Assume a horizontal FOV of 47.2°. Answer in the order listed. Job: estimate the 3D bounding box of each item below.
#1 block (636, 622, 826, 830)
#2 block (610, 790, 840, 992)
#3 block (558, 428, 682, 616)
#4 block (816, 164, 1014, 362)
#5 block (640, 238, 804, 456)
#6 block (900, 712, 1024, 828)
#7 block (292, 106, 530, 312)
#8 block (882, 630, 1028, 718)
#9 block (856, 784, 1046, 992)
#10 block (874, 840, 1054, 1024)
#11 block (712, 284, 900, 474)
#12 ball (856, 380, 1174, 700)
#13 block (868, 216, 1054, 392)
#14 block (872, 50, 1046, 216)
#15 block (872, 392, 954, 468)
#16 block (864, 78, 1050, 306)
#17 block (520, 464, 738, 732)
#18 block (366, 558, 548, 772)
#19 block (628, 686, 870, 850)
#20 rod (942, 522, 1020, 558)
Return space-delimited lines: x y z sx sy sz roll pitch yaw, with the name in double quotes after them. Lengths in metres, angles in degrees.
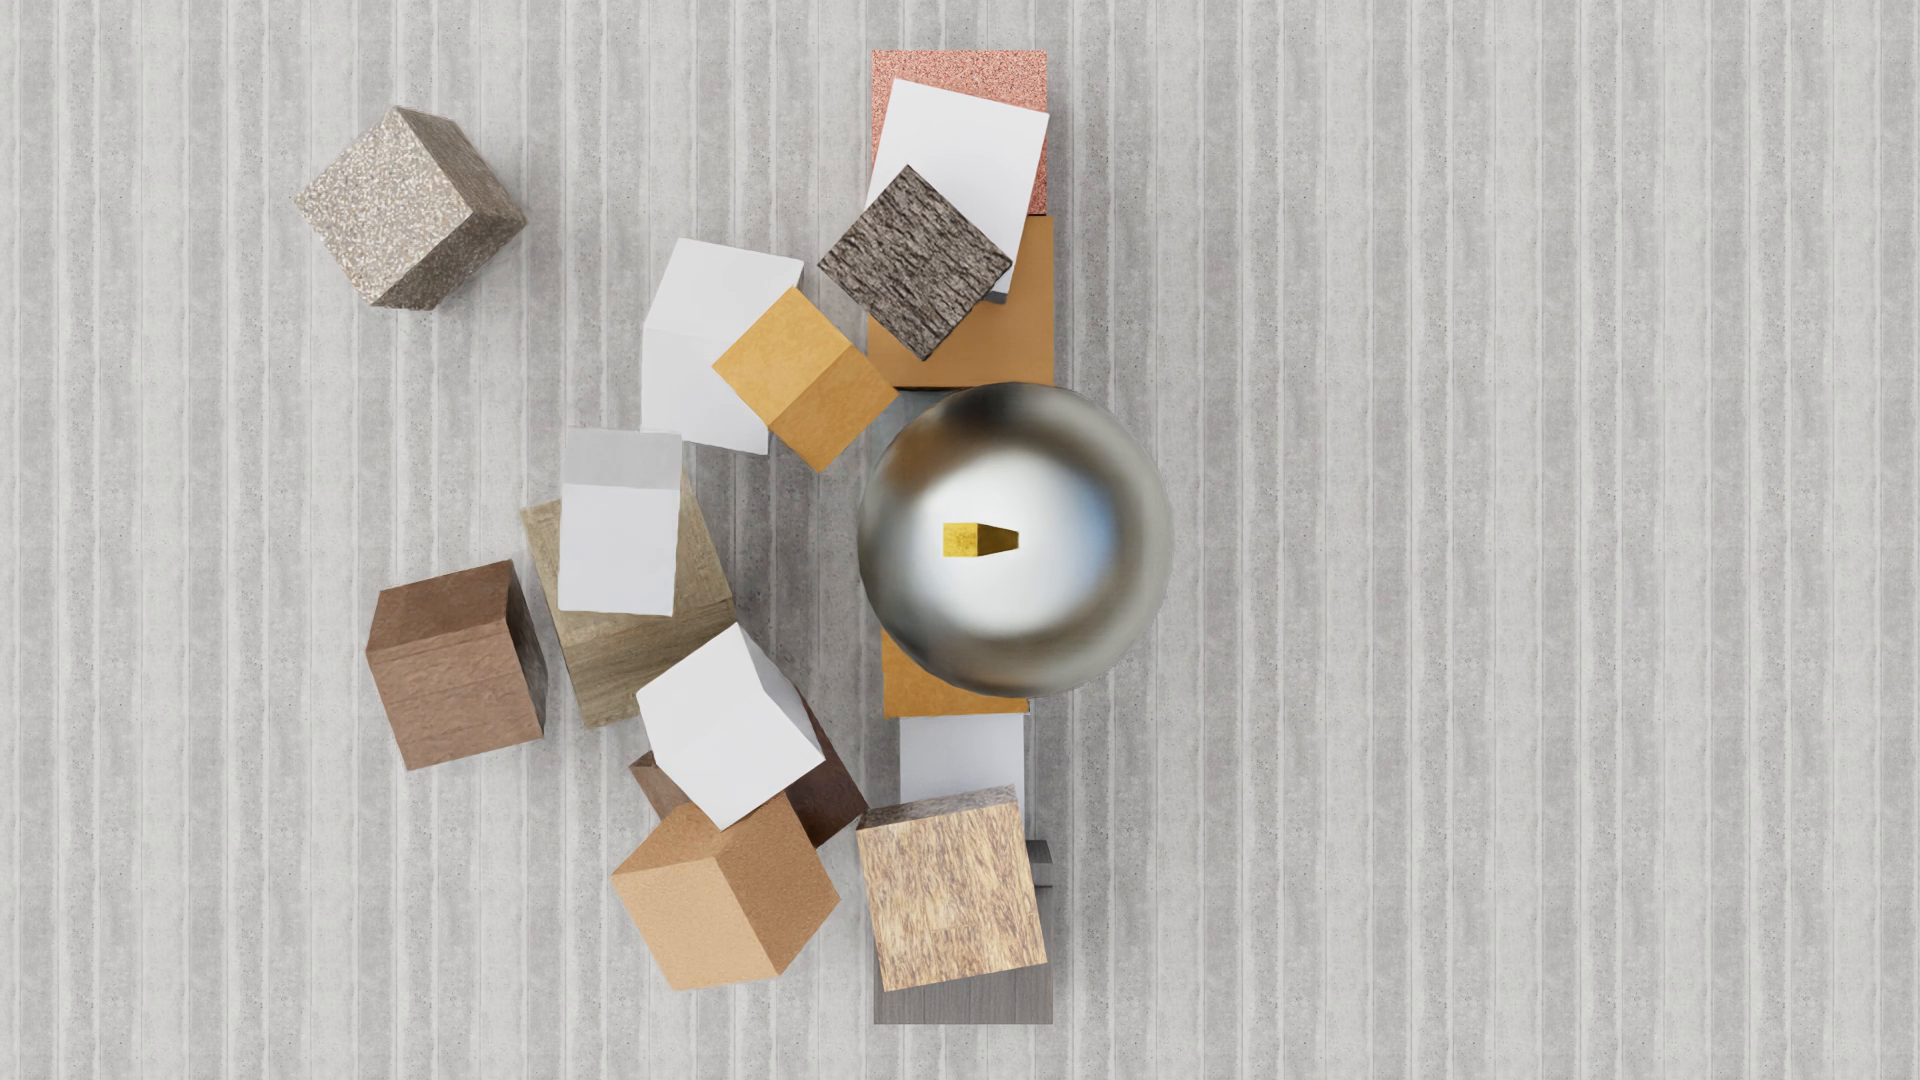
-1.150 0.928 10.976 0.631 0.605 0.568 -35 126 4 "block"
-1.186 1.774 11.191 0.709 0.660 0.712 -15 109 33 "block"
-1.706 -0.096 11.065 0.566 0.613 0.710 3 119 -8 "block"
-0.208 -1.345 10.726 0.678 0.634 0.644 42 95 -3 "block"
-1.341 -1.095 12.430 0.725 0.825 0.768 11 134 1 "block"
0.013 1.374 12.677 0.694 0.646 0.791 -1 90 0 "block"
-3.115 -1.868 12.521 0.815 0.714 0.756 -39 84 14 "block"
-0.041 0.574 12.573 0.788 0.847 0.786 -2 90 -1 "block"
-0.044 1.823 11.657 0.844 0.829 0.837 -10 90 0 "block"
0.018 2.217 12.536 0.986 0.928 0.886 0 90 0 "block"
-0.766 -0.797 10.962 0.571 0.573 0.516 -45 58 1 "block"
0.275 0.000 11.088 1.600 1.600 1.600 0 90 0 "ball"
0.004 -1.298 12.482 1.010 1.035 0.928 0 90 0 "block"
-0.004 -2.216 12.473 0.949 1.055 0.889 0 90 0 "block"
0.010 -0.331 12.600 1.001 0.800 0.991 0 90 0 "block"
-0.042 -1.794 11.485 0.797 0.917 0.920 13 92 0 "block"
-1.818 0.318 12.301 0.940 0.817 0.988 -17 54 -11 "block"
-2.760 0.680 12.156 0.756 0.805 0.738 -14 114 -3 "block"
-1.163 1.353 12.046 0.794 0.786 0.794 -35 103 -26 "block"
0.119 0.000 7.692 0.080 5.200 0.080 0 90 3 "rod"
